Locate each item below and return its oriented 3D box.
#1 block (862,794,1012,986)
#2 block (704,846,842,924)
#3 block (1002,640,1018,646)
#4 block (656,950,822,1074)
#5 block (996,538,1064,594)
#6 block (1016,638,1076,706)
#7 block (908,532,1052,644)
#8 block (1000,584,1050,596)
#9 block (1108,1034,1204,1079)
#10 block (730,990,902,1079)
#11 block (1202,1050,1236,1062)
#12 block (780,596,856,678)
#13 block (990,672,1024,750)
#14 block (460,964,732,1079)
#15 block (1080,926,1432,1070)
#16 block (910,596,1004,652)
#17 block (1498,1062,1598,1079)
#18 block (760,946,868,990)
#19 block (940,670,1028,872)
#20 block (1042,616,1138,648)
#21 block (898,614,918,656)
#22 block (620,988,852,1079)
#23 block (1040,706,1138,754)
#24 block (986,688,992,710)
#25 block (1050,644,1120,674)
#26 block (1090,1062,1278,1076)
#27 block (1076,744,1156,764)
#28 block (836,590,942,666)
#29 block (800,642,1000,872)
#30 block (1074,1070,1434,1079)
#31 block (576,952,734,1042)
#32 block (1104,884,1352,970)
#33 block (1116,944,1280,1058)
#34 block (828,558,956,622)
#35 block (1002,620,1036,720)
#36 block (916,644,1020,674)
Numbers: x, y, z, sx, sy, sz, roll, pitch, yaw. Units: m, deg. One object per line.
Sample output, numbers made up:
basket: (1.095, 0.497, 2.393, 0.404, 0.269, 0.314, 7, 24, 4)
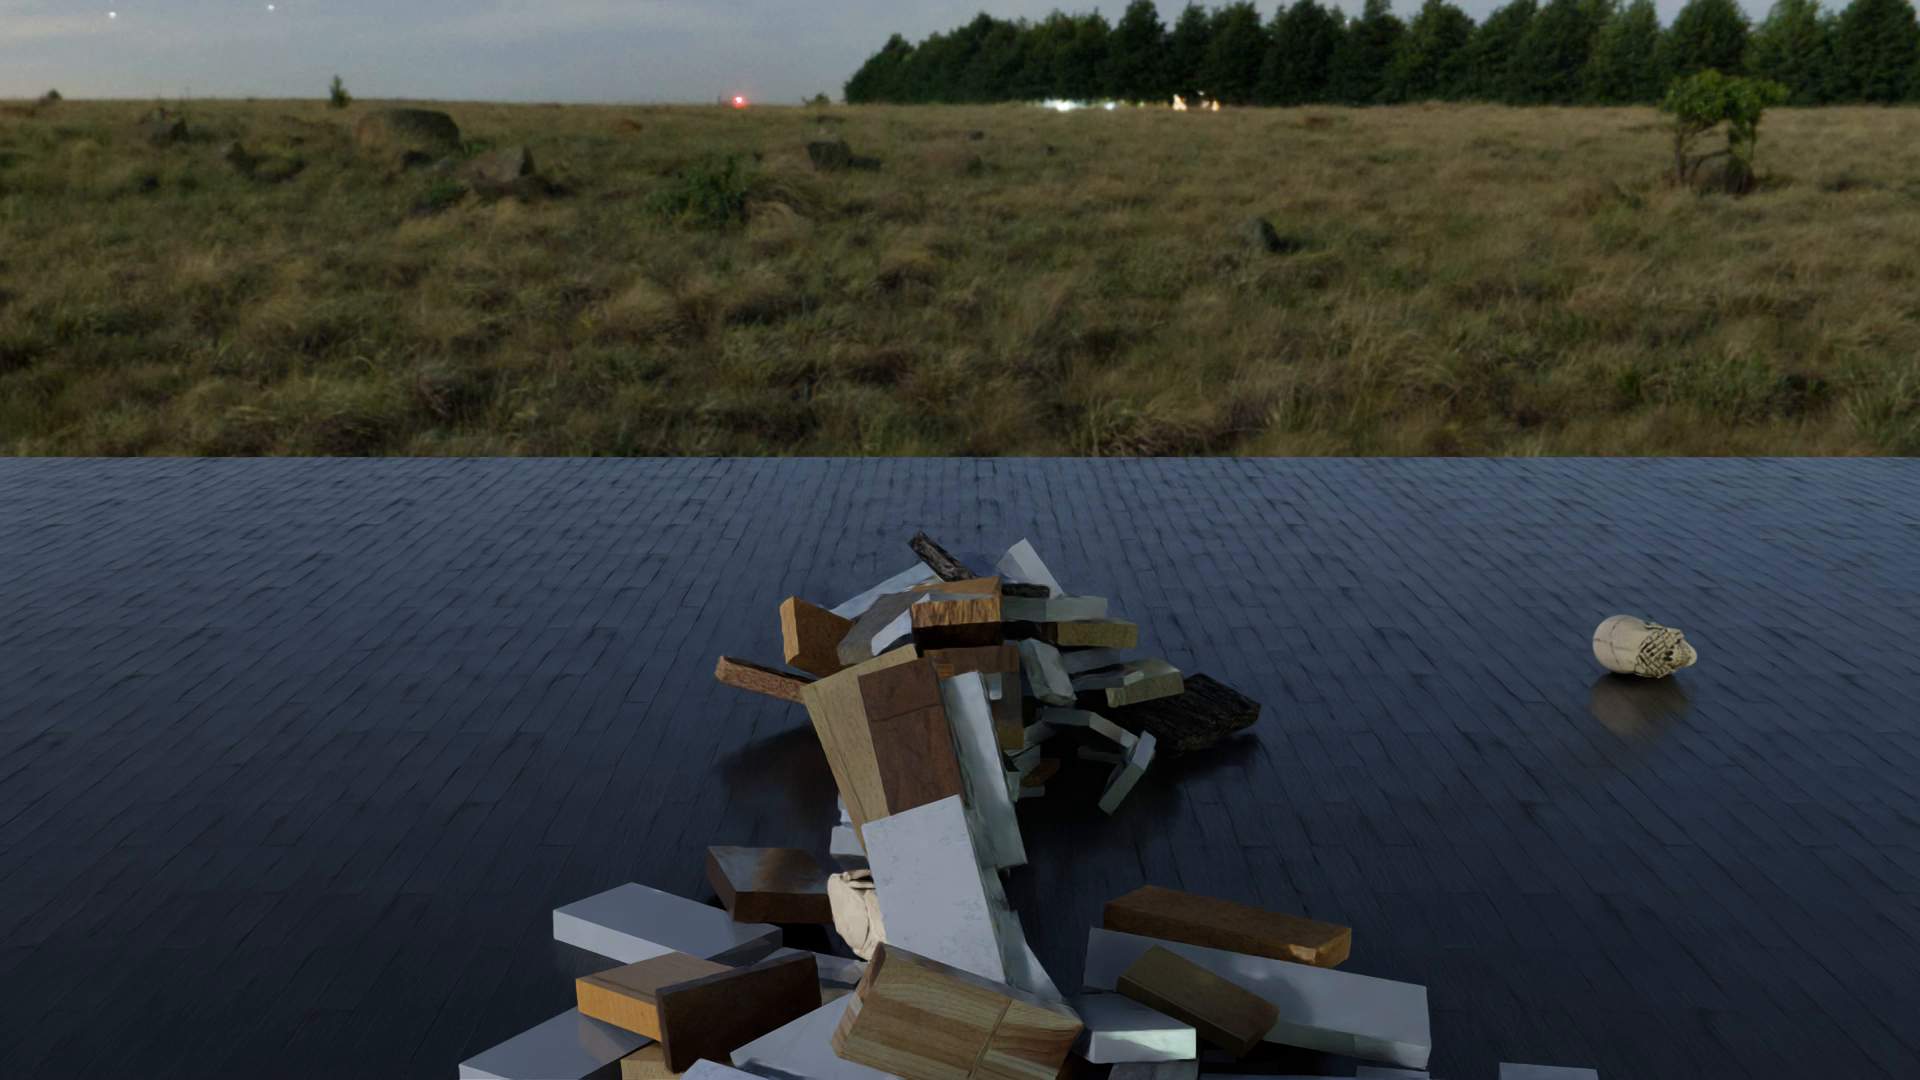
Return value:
block: (-0.024, 0.502, 2.810, 0.136, 0.339, 0.039, -18, -31, 5)
block: (-0.307, 0.557, 3.568, 0.168, 0.048, 0.336, 4, 3, -14)
block: (0.022, 0.286, 4.198, 0.178, 0.050, 0.355, -3, 20, 2)
block: (-0.278, 0.601, 2.801, 0.207, 0.103, 0.029, -10, 8, -24)
block: (0.157, 0.111, 5.173, 0.048, 0.171, 0.342, -34, -5, -12)
block: (0.165, 0.252, 4.172, 0.031, 0.109, 0.219, -23, -14, 12)
block: (0.056, 0.137, 5.085, 0.160, 0.045, 0.488, 46, -5, -41)
block: (0.119, 0.105, 4.649, 0.072, 0.020, 0.186, 6, 2, 27)
block: (0.253, 0.658, 2.783, 0.102, 0.029, 0.595, 0, -5, 7)
block: (-0.132, 0.697, 2.574, 0.174, 0.049, 0.458, -25, 24, -10)
block: (0.276, 0.712, 2.939, 0.189, 0.027, 0.095, 0, 11, 1)
block: (-0.256, 0.244, 4.805, 0.305, 0.153, 0.043, 25, -50, -37)
block: (0.034, 0.299, 4.024, 0.157, 0.044, 0.314, -3, 20, 2)
block: (-0.466, 0.683, 3.040, 0.165, 0.047, 0.461, 7, 12, 31)
block: (0.402, 0.625, 3.008, 0.470, 0.038, 0.133, 9, 27, 4)
block: (-0.002, 0.171, 3.844, 0.151, 0.043, 0.301, -4, -19, 1)
block: (0.754, 0.735, 2.792, 0.124, 0.035, 0.248, 2, 11, 10)
block: (-0.214, 0.648, 3.294, 0.169, 0.024, 0.085, 5, 12, 25)
block: (-0.006, 0.323, 2.977, 0.133, 0.265, 0.038, -15, -13, 7)
block: (0.283, 0.199, 4.849, 0.171, 0.048, 0.342, 3, 1, -3)
block: (-0.035, 0.184, 4.003, 0.131, 0.037, 0.261, -8, -19, 1)
block: (-0.277, 0.673, 2.952, 0.174, 0.049, 0.347, -5, 3, 29)
block: (0.261, 0.376, 4.338, 0.109, 0.031, 0.219, 3, -17, 34)
block: (-0.027, 0.301, 3.674, 0.157, 0.044, 0.396, 4, -14, 3)
block: (0.199, 0.260, 4.745, 0.160, 0.045, 0.320, -2, 2, 32)
block: (0.251, 0.716, 2.834, 0.323, 0.027, 0.094, 0, 30, 1)
block: (0.317, 0.433, 4.459, 0.143, 0.020, 0.072, 5, 12, 26)
block: (-0.133, 0.169, 4.291, 0.130, 0.037, 0.261, -5, 20, 20)
block: (-0.082, 0.331, 3.046, 0.168, 0.336, 0.048, -22, -8, -3)
block: (0.304, 0.687, 2.709, 0.574, 0.033, 0.117, -2, -1, 13)
block: (-0.364, 0.625, 2.979, 0.165, 0.047, 0.330, -9, 6, -39)
block: (0.398, 0.582, 3.279, 0.332, 0.045, 0.158, 8, 6, 28)
block: (0.317, 0.613, 2.935, 0.194, 0.028, 0.097, 23, 30, 28)
block: (-0.188, 0.152, 5.673, 0.153, 0.043, 0.643, -8, 10, 31)
block: (0.064, 0.262, 4.444, 0.178, 0.050, 0.451, -3, 17, 3)
block: (0.010, 0.202, 3.663, 0.151, 0.043, 0.349, -3, -3, -3)
